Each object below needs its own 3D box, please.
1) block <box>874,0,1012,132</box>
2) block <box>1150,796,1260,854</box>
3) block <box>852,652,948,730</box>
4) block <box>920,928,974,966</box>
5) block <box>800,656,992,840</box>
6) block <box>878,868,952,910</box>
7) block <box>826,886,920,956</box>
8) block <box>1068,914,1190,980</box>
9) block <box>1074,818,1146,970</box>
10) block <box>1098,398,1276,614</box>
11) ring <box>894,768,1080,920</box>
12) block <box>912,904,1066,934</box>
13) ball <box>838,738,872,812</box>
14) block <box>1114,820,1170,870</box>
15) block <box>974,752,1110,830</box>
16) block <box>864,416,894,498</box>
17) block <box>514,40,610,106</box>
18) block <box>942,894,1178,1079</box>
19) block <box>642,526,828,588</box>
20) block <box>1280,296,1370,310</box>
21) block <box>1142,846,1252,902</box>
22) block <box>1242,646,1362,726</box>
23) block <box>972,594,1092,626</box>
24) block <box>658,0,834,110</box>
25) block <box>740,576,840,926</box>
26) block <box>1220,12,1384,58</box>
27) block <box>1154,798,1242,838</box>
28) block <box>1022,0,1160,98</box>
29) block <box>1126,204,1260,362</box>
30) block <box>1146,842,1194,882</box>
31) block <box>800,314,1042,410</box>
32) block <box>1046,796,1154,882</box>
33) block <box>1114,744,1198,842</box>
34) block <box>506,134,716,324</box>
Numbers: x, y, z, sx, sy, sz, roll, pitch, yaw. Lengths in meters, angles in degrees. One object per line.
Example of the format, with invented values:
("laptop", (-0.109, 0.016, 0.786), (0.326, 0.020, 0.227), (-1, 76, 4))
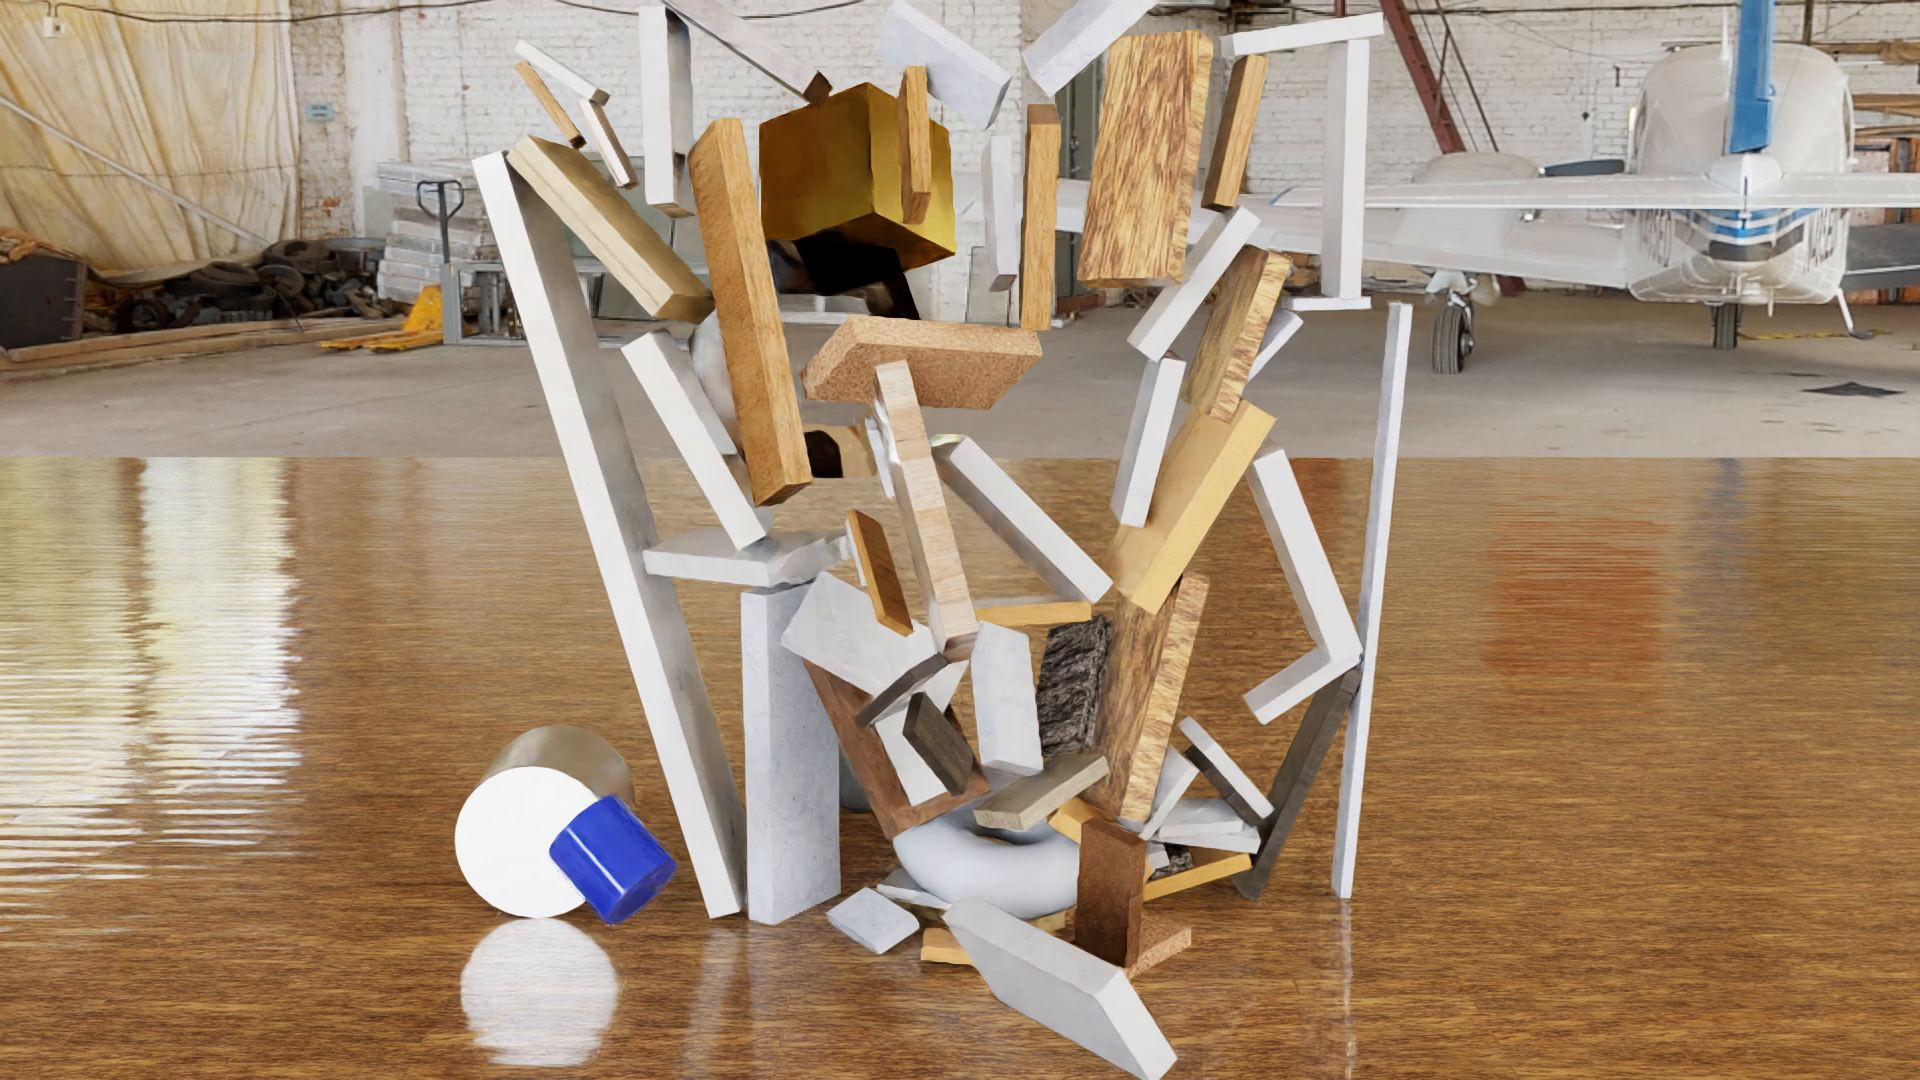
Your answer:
("block", (-0.028, -0.748, 3.465), (0.220, 0.110, 0.031), (36, 58, 6))
("block", (0.390, 0.467, 3.644), (0.199, 0.028, 0.099), (9, 28, -10))
("block", (-0.088, 0.223, 3.237), (0.076, 0.021, 0.151), (-27, -11, -50))
("block", (0.023, 0.626, 3.368), (0.160, 0.023, 0.080), (6, 10, 1))
("block", (-0.109, 0.274, 3.482), (0.179, 0.357, 0.051), (-21, -9, -32))
("block", (-0.043, 0.565, 3.544), (0.160, 0.023, 0.080), (6, 13, 21))
("block", (-0.138, 0.600, 3.470), (0.080, 0.023, 0.160), (-31, 23, -23))
("block", (0.246, 0.628, 3.374), (0.114, 0.032, 0.228), (8, 13, 36))
("block", (0.222, 0.524, 3.263), (0.102, 0.203, 0.029), (20, 26, 41))
("block", (0.357, -0.070, 3.526), (0.051, 0.360, 0.180), (29, 6, -21))
("ring", (0.060, 0.487, 3.554), (0.345, 0.115, 0.345), (10, 25, -4))
("block", (0.044, 0.597, 3.541), (0.228, 0.032, 0.114), (9, 14, 40))
("ball", (-0.182, 0.417, 4.107), (0.181, 0.181, 0.181), (0, 11, 0))
("block", (0.221, 0.525, 3.638), (0.228, 0.032, 0.114), (-17, 30, -1))
("block", (0.128, 0.391, 3.430), (0.203, 0.029, 0.102), (-29, 18, -39))
("block", (-0.123, -0.130, 3.433), (0.017, 0.117, 0.059), (-16, 25, 1))
("block", (-0.621, -0.730, 3.438), (0.145, 0.021, 0.072), (34, 8, 6))
("block", (0.133, 0.617, 3.043), (0.051, 0.179, 0.357), (-43, 30, -21))
("block", (-0.357, 0.025, 3.487), (0.274, 0.039, 0.137), (5, 20, 39))
("block", (0.579, -0.377, 3.484), (0.126, 0.018, 0.063), (-3, 11, -11))
("block", (0.379, 0.548, 3.671), (0.199, 0.028, 0.099), (-17, 12, -2))
("block", (0.560, 0.228, 3.612), (0.191, 0.027, 0.095), (-34, 13, 2))
("block", (0.090, 0.116, 3.575), (0.229, 0.032, 0.114), (-4, 5, -7))
("block", (-0.345, -0.786, 3.438), (0.303, 0.043, 0.152), (34, 5, 4))
("block", (-0.271, 0.336, 3.555), (0.051, 0.540, 0.179), (7, 13, 33))
("block", (0.529, -0.783, 3.411), (0.231, 0.033, 0.116), (-9, 11, -2))
("block", (0.377, 0.453, 3.597), (0.152, 0.022, 0.076), (0, 25, -23))
("block", (0.232, -0.820, 3.387), (0.308, 0.044, 0.154), (-40, 23, 14))
("block", (0.365, -0.406, 3.456), (0.038, 0.269, 0.135), (35, 7, -9))
("block", (0.284, 0.546, 3.670), (0.199, 0.028, 0.099), (-17, 11, 0))
("block", (-0.058, -0.270, 3.387), (0.336, 0.048, 0.168), (1, -28, -34))
("block", (0.215, 0.465, 3.512), (0.203, 0.029, 0.102), (35, 14, -22))
("block", (0.317, 0.412, 3.556), (0.022, 0.152, 0.076), (32, 5, -32))
("block", (-0.540, -0.483, 3.436), (0.353, 0.050, 0.176), (47, 14, 11))
